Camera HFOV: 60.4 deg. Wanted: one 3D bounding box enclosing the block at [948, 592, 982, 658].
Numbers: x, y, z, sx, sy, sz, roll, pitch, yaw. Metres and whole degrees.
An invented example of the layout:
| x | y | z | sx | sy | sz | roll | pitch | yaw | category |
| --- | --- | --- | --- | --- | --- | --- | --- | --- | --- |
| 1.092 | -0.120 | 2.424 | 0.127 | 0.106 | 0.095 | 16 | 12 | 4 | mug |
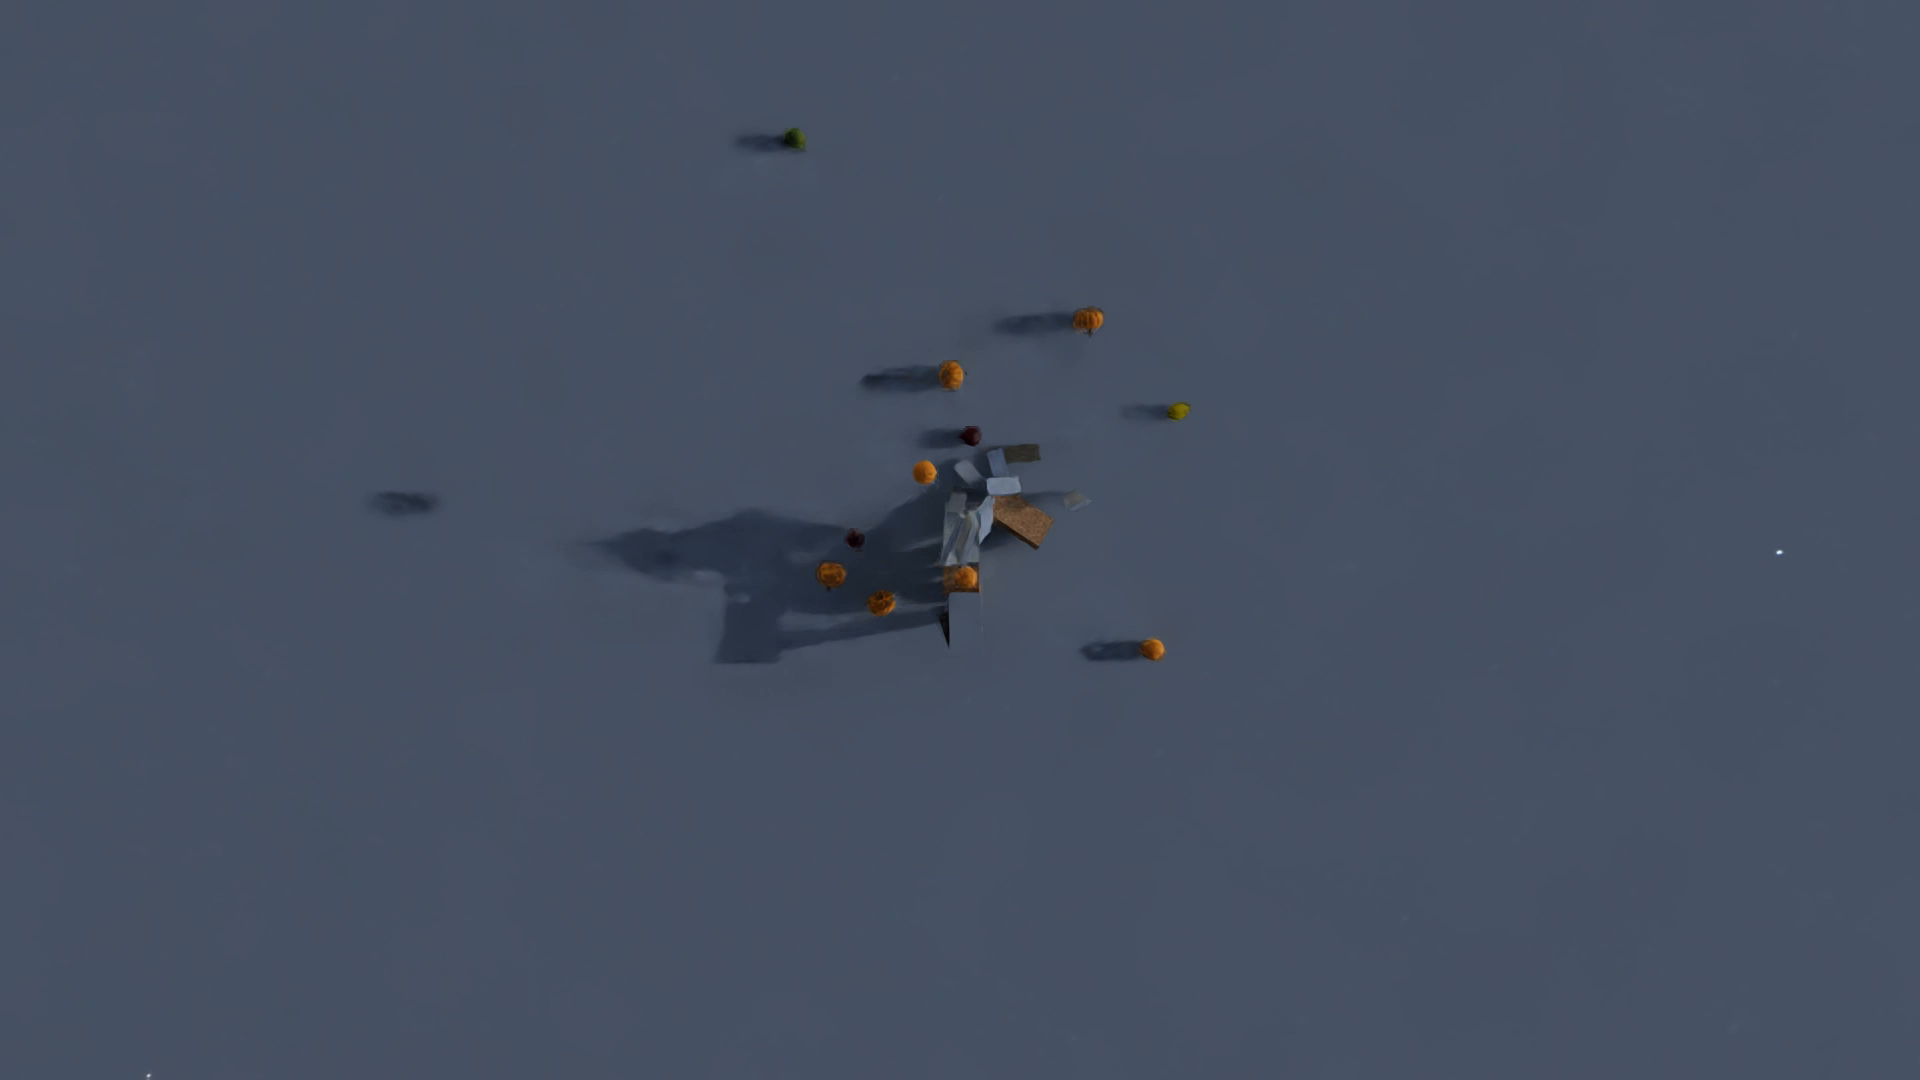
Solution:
| x | y | z | sx | sy | sz | roll | pitch | yaw | category |
| --- | --- | --- | --- | --- | --- | --- | --- | --- | --- |
| 0.018 | 0.274 | 5.281 | 0.105 | 0.030 | 0.210 | -2 | 87 | 1 | block |

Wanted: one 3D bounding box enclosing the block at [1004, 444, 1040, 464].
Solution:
| x | y | z | sx | sy | sz | roll | pitch | yaw | category |
| --- | --- | --- | --- | --- | --- | --- | --- | --- | --- |
| 0.208 | -0.288 | 5.492 | 0.114 | 0.016 | 0.057 | -5 | 90 | 0 | block |

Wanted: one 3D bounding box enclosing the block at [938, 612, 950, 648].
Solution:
| x | y | z | sx | sy | sz | roll | pitch | yaw | category |
| --- | --- | --- | --- | --- | --- | --- | --- | --- | --- |
| -0.006 | 0.280 | 5.397 | 0.105 | 0.210 | 0.030 | -22 | 112 | 0 | block |

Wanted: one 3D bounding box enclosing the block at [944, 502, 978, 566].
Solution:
| x | y | z | sx | sy | sz | roll | pitch | yaw | category |
| --- | --- | --- | --- | --- | --- | --- | --- | --- | --- |
| 0.004 | -0.020 | 5.427 | 0.115 | 0.033 | 0.230 | 1 | 59 | 0 | block |

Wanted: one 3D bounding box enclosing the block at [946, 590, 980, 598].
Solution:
| x | y | z | sx | sy | sz | roll | pitch | yaw | category |
| --- | --- | --- | --- | --- | --- | --- | --- | --- | --- |
| 0.007 | 0.149 | 5.402 | 0.105 | 0.210 | 0.030 | -3 | 122 | -1 | block |

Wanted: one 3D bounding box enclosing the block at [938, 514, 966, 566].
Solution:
| x | y | z | sx | sy | sz | roll | pitch | yaw | category |
| --- | --- | --- | --- | --- | --- | --- | --- | --- | --- |
| -0.005 | -0.001 | 5.272 | 0.022 | 0.079 | 0.180 | 36 | 116 | 26 | block |

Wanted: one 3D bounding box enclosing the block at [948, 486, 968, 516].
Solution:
| x | y | z | sx | sy | sz | roll | pitch | yaw | category |
| --- | --- | --- | --- | --- | --- | --- | --- | --- | --- |
| -0.007 | -0.130 | 5.464 | 0.053 | 0.015 | 0.106 | 10 | 57 | 3 | block |

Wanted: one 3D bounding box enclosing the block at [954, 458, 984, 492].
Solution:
| x | y | z | sx | sy | sz | roll | pitch | yaw | category |
| --- | --- | --- | --- | --- | --- | --- | --- | --- | --- |
| 0.032 | -0.218 | 5.489 | 0.053 | 0.015 | 0.106 | -41 | 90 | -9 | block |

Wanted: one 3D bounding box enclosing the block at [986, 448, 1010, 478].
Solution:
| x | y | z | sx | sy | sz | roll | pitch | yaw | category |
| --- | --- | --- | --- | --- | --- | --- | --- | --- | --- |
| 0.128 | -0.247 | 5.492 | 0.053 | 0.015 | 0.106 | -15 | 90 | 0 | block |

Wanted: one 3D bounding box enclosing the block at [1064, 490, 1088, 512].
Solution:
| x | y | z | sx | sy | sz | roll | pitch | yaw | category |
| --- | --- | --- | --- | --- | --- | --- | --- | --- | --- |
| 0.380 | -0.131 | 5.428 | 0.057 | 0.114 | 0.016 | -28 | 111 | 1 | block |

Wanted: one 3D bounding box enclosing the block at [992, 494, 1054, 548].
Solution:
| x | y | z | sx | sy | sz | roll | pitch | yaw | category |
| --- | --- | --- | --- | --- | --- | --- | --- | --- | --- |
| 0.188 | -0.079 | 5.461 | 0.230 | 0.033 | 0.115 | 33 | 65 | 0 | block |

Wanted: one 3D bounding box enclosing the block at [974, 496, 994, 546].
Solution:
| x | y | z | sx | sy | sz | roll | pitch | yaw | category |
| --- | --- | --- | --- | --- | --- | --- | --- | --- | --- |
| 0.076 | -0.061 | 5.293 | 0.022 | 0.158 | 0.079 | 28 | 55 | 18 | block |

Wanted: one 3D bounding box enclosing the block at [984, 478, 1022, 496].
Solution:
| x | y | z | sx | sy | sz | roll | pitch | yaw | category |
| --- | --- | --- | --- | --- | --- | --- | --- | --- | --- |
| 0.143 | -0.177 | 5.461 | 0.114 | 0.016 | 0.057 | -3 | 70 | -16 | block |

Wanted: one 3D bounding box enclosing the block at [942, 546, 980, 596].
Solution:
| x | y | z | sx | sy | sz | roll | pitch | yaw | category |
| --- | --- | --- | --- | --- | --- | --- | --- | --- | --- |
| 0.004 | 0.098 | 5.399 | 0.115 | 0.230 | 0.033 | 1 | 128 | 1 | block |

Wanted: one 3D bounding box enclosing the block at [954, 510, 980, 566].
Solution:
| x | y | z | sx | sy | sz | roll | pitch | yaw | category |
| --- | --- | --- | --- | --- | --- | --- | --- | --- | --- |
| 0.020 | -0.007 | 5.179 | 0.022 | 0.079 | 0.158 | 7 | 125 | -18 | block |
